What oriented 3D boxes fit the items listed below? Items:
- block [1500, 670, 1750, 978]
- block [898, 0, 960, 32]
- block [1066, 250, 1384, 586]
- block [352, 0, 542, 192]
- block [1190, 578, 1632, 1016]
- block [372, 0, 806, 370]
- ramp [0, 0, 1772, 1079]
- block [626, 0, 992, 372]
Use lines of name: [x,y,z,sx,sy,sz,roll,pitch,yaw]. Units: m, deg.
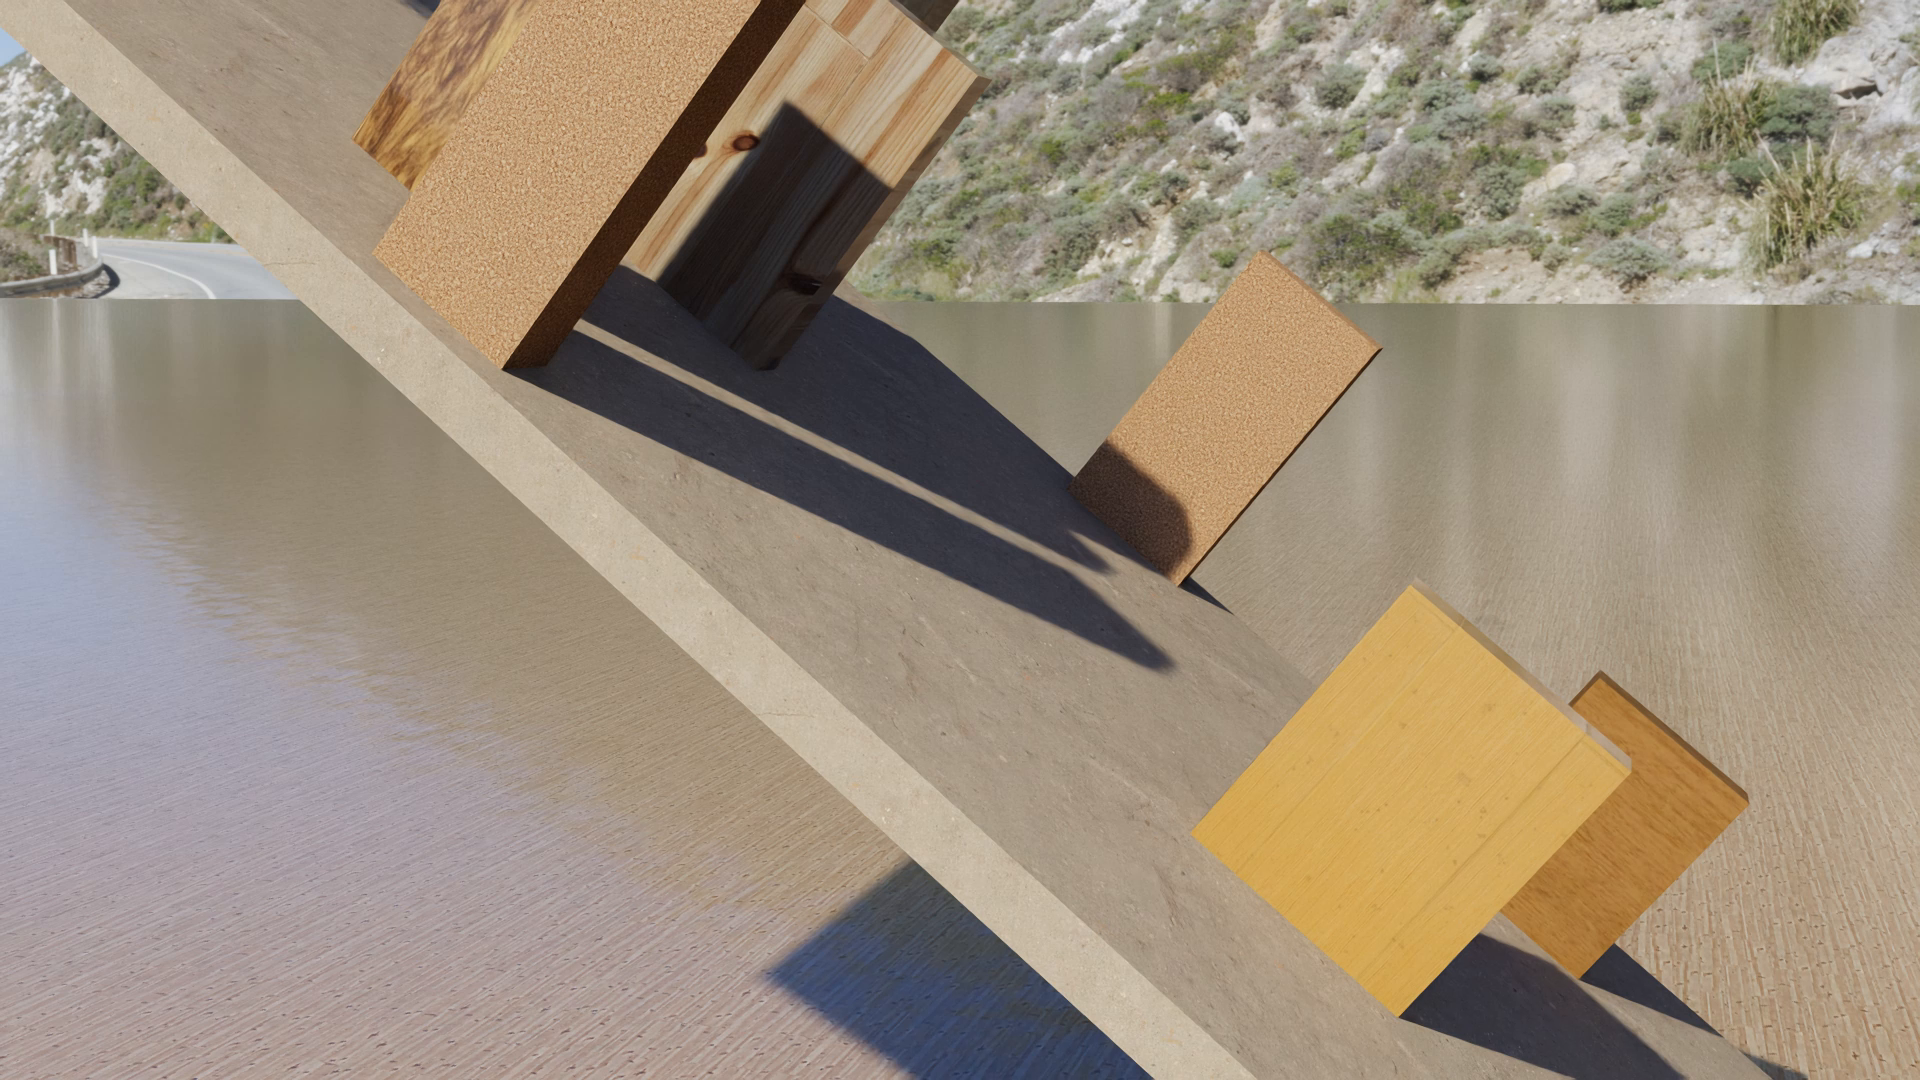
block: [1.243,0.562,4.344,0.365,0.483,0.095,41,16,9]
block: [-0.369,-0.899,4.349,0.375,0.730,0.108,41,16,9]
block: [0.569,-0.262,4.776,0.327,0.669,0.107,41,16,9]
block: [-0.633,-0.810,3.567,0.392,0.711,0.108,41,16,9]
block: [0.711,0.408,3.496,0.435,0.541,0.097,41,16,9]
block: [-0.531,-0.628,3.226,0.271,0.749,0.141,41,16,9]
ramp: [-0.008,0.057,4.044,4.000,0.100,2.000,41,16,9]
block: [-0.309,-0.702,4.043,0.406,0.677,0.092,41,16,9]
